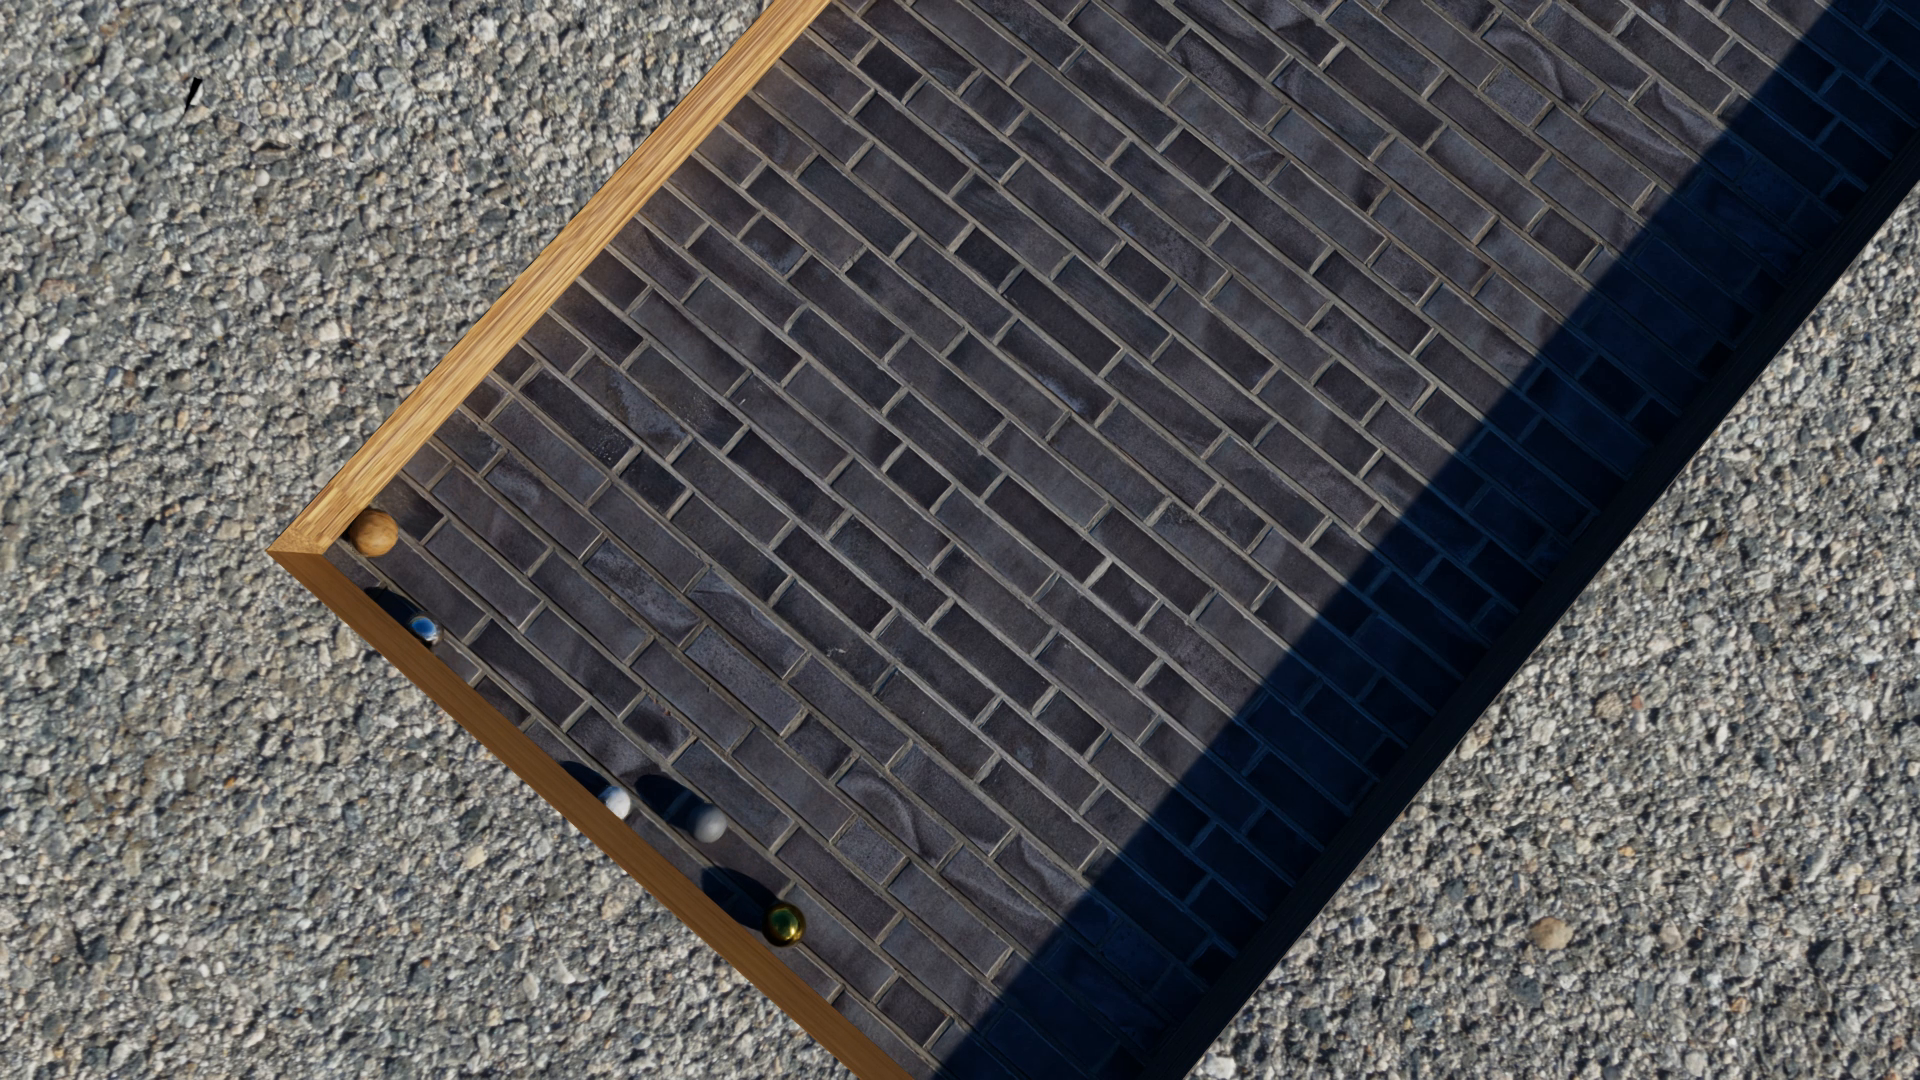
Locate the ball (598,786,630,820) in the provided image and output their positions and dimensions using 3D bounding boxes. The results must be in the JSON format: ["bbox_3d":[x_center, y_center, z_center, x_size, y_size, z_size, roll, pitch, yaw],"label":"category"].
[{"bbox_3d":[-0.509,0.387,3.224,0.051,0.051,0.051,0,80,0],"label":"ball"}]

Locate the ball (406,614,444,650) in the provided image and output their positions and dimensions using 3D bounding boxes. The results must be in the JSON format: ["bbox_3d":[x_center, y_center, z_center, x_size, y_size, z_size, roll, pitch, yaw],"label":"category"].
[{"bbox_3d":[-0.796,0.137,3.265,0.056,0.056,0.056,0,80,0],"label":"ball"}]

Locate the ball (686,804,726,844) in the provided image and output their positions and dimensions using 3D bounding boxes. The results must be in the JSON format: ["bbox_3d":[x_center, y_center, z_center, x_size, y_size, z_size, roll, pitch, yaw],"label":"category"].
[{"bbox_3d":[-0.371,0.415,3.216,0.058,0.058,0.058,0,80,0],"label":"ball"}]

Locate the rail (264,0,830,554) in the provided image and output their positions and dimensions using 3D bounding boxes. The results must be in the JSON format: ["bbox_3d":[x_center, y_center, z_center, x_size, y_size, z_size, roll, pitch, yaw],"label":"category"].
[{"bbox_3d":[-0.103,-0.978,3.420,0.045,0.125,2.725,40,83,6],"label":"rail"}]

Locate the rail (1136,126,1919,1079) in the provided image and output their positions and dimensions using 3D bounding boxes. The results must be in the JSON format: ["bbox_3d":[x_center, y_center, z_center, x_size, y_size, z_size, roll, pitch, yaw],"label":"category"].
[{"bbox_3d":[0.991,-0.053,3.261,0.045,0.125,2.725,40,83,6],"label":"rail"}]

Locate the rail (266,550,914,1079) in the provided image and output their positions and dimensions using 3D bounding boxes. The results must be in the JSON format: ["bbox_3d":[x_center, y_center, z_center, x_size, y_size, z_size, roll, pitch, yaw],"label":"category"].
[{"bbox_3d":[-0.428,0.486,3.169,1.489,0.125,0.045,40,83,6],"label":"rail"}]

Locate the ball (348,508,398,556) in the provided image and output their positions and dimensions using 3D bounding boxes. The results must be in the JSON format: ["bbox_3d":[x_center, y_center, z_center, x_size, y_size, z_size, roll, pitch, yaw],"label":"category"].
[{"bbox_3d":[-0.875,-0.011,3.282,0.071,0.071,0.071,0,80,0],"label":"ball"}]

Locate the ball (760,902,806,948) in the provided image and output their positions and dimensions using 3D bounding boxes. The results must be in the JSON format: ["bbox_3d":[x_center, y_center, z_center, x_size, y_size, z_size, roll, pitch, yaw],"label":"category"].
[{"bbox_3d":[-0.257,0.558,3.188,0.065,0.065,0.065,0,80,0],"label":"ball"}]
